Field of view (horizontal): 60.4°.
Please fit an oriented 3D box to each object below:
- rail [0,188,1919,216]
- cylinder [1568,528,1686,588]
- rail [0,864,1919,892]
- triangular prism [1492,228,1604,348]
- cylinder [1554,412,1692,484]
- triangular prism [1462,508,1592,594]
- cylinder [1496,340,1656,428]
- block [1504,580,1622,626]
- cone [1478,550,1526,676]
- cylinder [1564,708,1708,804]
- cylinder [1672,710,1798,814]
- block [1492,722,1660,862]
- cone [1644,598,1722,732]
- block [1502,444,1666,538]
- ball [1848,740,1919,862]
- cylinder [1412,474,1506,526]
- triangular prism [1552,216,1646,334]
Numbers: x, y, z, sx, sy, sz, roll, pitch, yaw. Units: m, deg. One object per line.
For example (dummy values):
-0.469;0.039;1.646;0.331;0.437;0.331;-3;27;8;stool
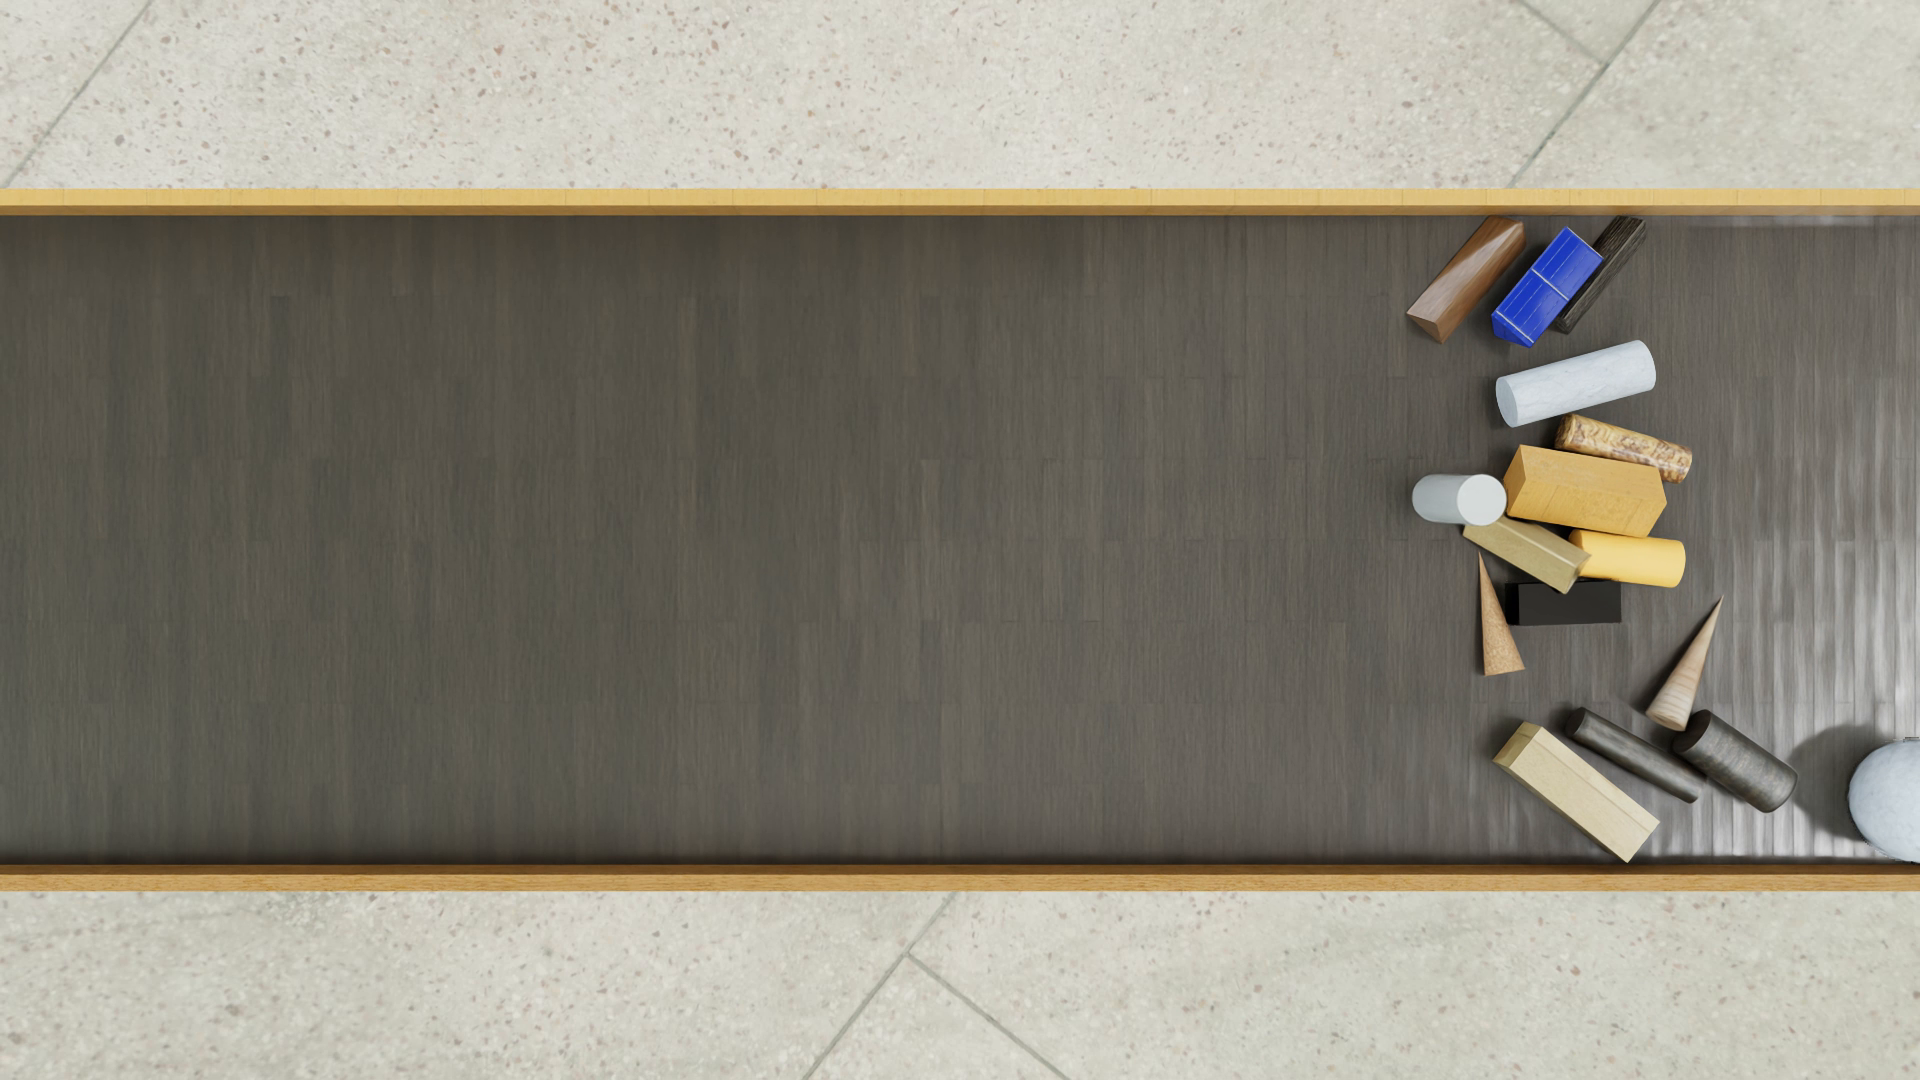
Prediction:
-2.247;-1.025;5.002;12.000;0.150;0.050;0;90;0;rail
2.015;0.054;5.004;0.309;0.144;0.144;7;90;0;cylinder
-2.247;1.025;5.001;12.000;0.150;0.050;0;90;0;rail
1.748;-0.772;4.978;0.132;0.152;0.347;40;90;-33;triangular prism
2.016;-0.279;5.018;0.377;0.117;0.117;16;90;0;cylinder
1.693;0.003;4.942;0.351;0.119;0.138;34;92;26;triangular prism
1.863;-0.473;4.998;0.428;0.158;0.158;-15;90;0;cylinder
1.832;0.191;5.014;0.307;0.125;0.125;-2;90;0;block
1.628;0.217;5.047;0.119;0.119;0.383;-9;81;0;cone
2.057;0.655;5.024;0.421;0.105;0.105;29;90;0;cylinder
2.347;0.670;4.997;0.318;0.160;0.160;35;90;0;cylinder
1.863;0.760;4.998;0.453;0.156;0.156;39;90;0;block
2.247;0.360;5.046;0.123;0.123;0.441;28;82;0;cone
1.876;-0.146;4.968;0.421;0.154;0.154;9;47;0;block
2.841;0.775;4.896;0.360;0.360;0.360;0;90;0;ball
1.476;-0.122;4.894;0.146;0.351;0.146;0;93;-5;cylinder
1.946;-0.815;5.026;0.111;0.096;0.382;39;90;0;triangular prism
